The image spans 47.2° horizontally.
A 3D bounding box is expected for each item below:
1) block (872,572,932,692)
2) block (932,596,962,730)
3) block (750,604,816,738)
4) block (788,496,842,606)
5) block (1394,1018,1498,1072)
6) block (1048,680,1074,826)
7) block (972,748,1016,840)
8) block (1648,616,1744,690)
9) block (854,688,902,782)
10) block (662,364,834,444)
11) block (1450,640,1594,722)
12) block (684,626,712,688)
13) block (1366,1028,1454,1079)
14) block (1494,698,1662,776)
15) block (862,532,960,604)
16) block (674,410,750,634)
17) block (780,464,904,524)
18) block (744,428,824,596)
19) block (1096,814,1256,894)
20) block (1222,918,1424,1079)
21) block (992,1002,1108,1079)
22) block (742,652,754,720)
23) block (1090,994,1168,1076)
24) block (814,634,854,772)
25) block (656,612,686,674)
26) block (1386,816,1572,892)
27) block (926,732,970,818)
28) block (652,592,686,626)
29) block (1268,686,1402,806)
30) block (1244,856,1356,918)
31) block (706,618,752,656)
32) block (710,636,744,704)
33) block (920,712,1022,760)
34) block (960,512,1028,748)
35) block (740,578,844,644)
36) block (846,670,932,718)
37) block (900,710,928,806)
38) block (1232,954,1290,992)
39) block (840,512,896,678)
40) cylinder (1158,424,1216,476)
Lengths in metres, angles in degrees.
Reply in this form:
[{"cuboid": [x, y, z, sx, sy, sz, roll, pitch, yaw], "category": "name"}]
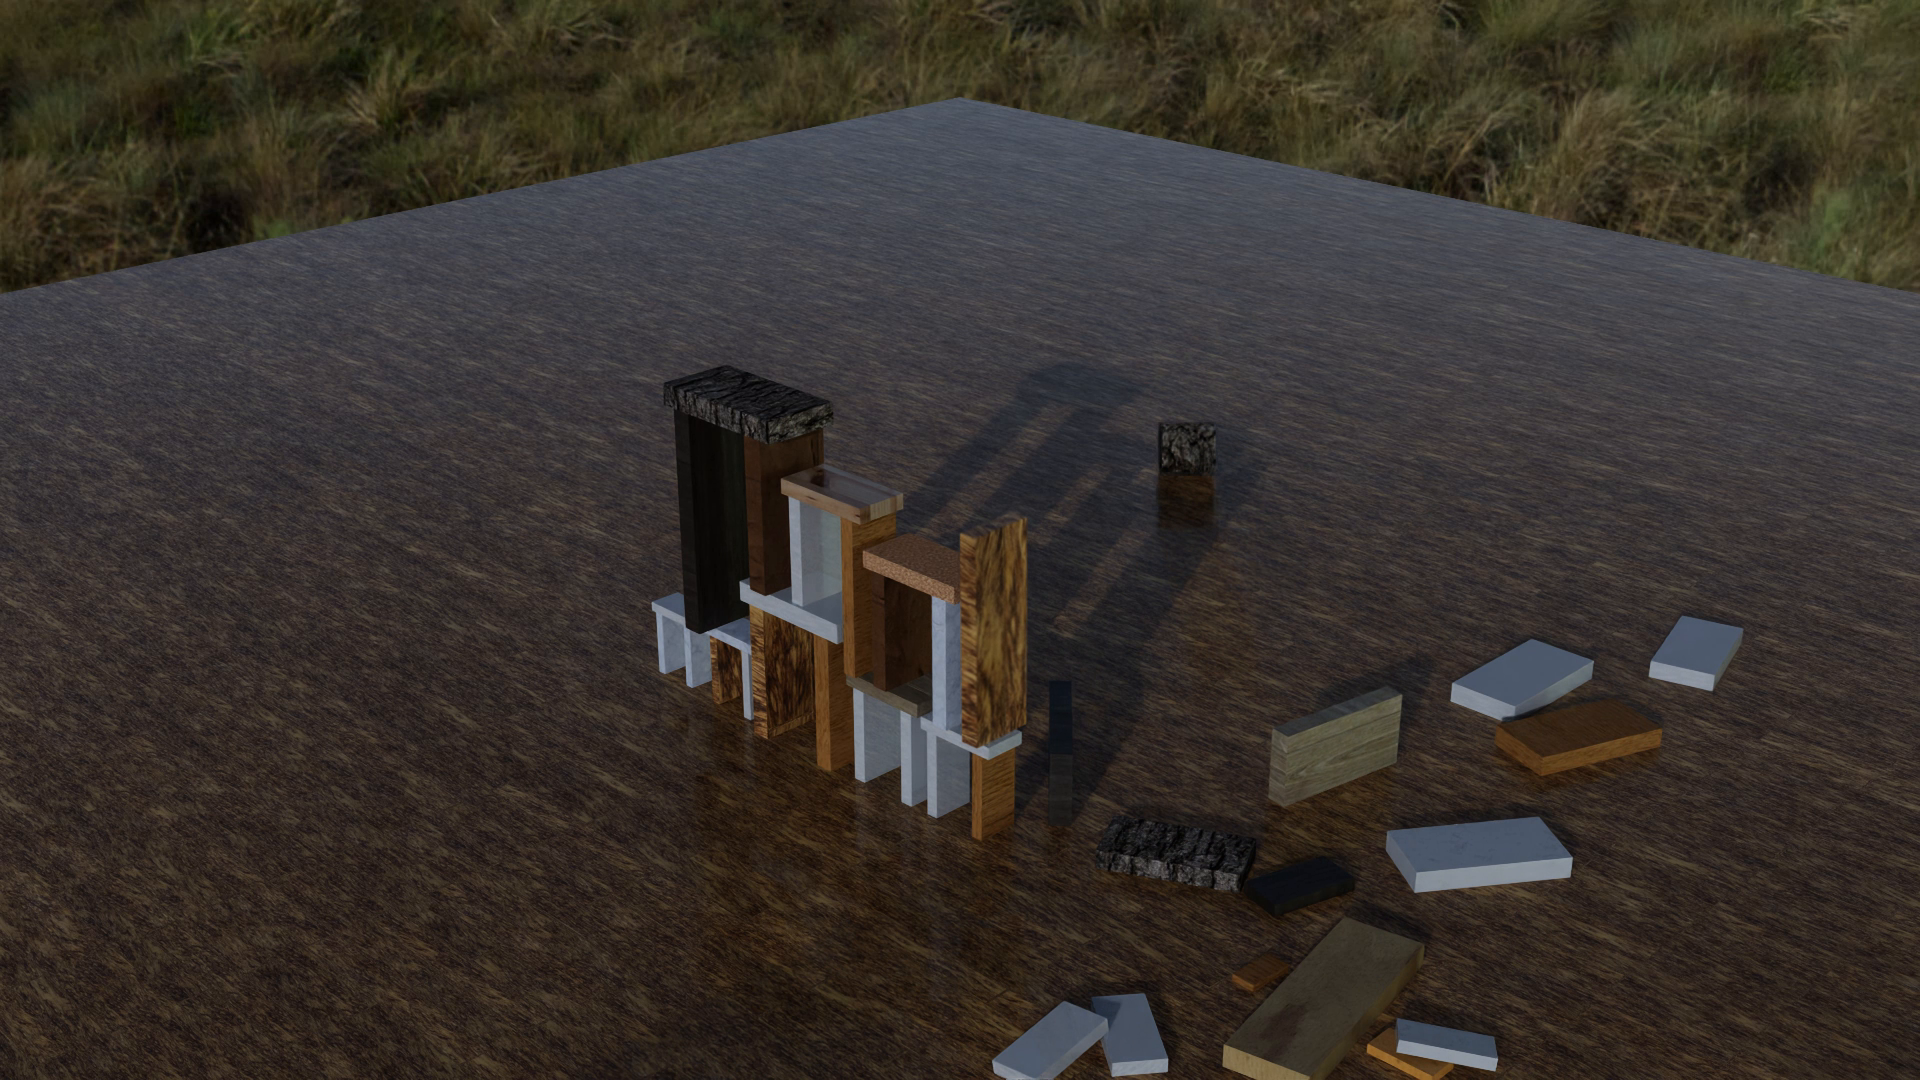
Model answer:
[{"cuboid": [-0.117, 0.166, 4.428, 0.128, 0.256, 0.036, -21, 31, -40], "category": "block"}, {"cuboid": [0.004, 0.224, 4.323, 0.036, 0.281, 0.128, 21, 31, 40], "category": "block"}, {"cuboid": [-0.376, 0.262, 4.751, 0.043, 0.307, 0.153, 21, 31, 41], "category": "block"}, {"cuboid": [-0.295, 0.008, 4.543, 0.118, 0.236, 0.033, -21, 31, -41], "category": "block"}, {"cuboid": [0.816, 0.847, 3.694, 0.164, 0.023, 0.082, 10, 15, 6], "category": "block"}, {"cuboid": [0.207, 0.435, 4.528, 0.046, 0.162, 0.324, 1, 23, 2], "category": "block"}, {"cuboid": [0.067, 0.493, 4.358, 0.027, 0.188, 0.094, 21, 31, 40], "category": "block"}, {"cuboid": [1.707, 0.260, 5.096, 0.143, 0.040, 0.285, 13, 26, 28], "category": "block"}, {"cuboid": [-0.171, 0.389, 4.574, 0.030, 0.211, 0.105, 21, 31, 41], "category": "block"}, {"cuboid": [-0.444, -0.285, 4.590, 0.172, 0.049, 0.345, -21, 31, -41], "category": "block"}, {"cuboid": [1.268, 0.317, 4.955, 0.324, 0.046, 0.162, -21, 31, -40], "category": "block"}, {"cuboid": [-0.586, 0.253, 4.974, 0.021, 0.149, 0.075, 21, 31, 41], "category": "block"}, {"cuboid": [0.756, 0.867, 3.694, 0.129, 0.018, 0.064, 21, 31, 40], "category": "block"}, {"cuboid": [1.325, 0.420, 4.713, 0.315, 0.045, 0.158, -10, 25, -22], "category": "block"}, {"cuboid": [-0.056, 0.054, 4.316, 0.256, 0.036, 0.128, 21, 31, 41], "category": "block"}, {"cuboid": [-0.525, -0.059, 4.774, 0.172, 0.510, 0.049, -21, 31, -41], "category": "block"}, {"cuboid": [-0.239, -0.094, 4.439, 0.236, 0.033, 0.118, 21, 31, 40], "category": "block"}, {"cuboid": [-0.363, -0.072, 4.592, 0.049, 0.345, 0.172, 21, 31, 41], "category": "block"}, {"cuboid": [0.420, 0.609, 4.274, 0.285, 0.040, 0.143, 8, 24, 17], "category": "block"}, {"cuboid": [0.636, 0.803, 3.812, 0.158, 0.045, 0.468, 15, 27, 31], "category": "block"}, {"cuboid": [0.153, 0.848, 3.691, 0.095, 0.027, 0.190, 13, 32, 41], "category": "block"}, {"cuboid": [-0.439, 0.307, 4.830, 0.023, 0.162, 0.081, 21, 31, 41], "category": "block"}, {"cuboid": [0.287, 0.841, 3.745, 0.095, 0.027, 0.190, -3, 23, -7], "category": "block"}, {"cuboid": [-0.232, 0.318, 4.618, 0.043, 0.307, 0.153, 21, 31, 41], "category": "block"}, {"cuboid": [-0.656, 0.225, 5.039, 0.021, 0.149, 0.075, 21, 31, 41], "category": "block"}, {"cuboid": [1.006, 0.609, 4.268, 0.315, 0.045, 0.157, -4, 23, -9], "category": "block"}, {"cuboid": [-0.023, 0.459, 4.439, 0.094, 0.188, 0.027, -21, 31, -41], "category": "block"}, {"cuboid": [-0.621, 0.160, 4.973, 0.149, 0.021, 0.075, 21, 31, 41], "category": "block"}, {"cuboid": [0.778, 0.426, 4.550, 0.324, 0.162, 0.046, -16, 27, -32], "category": "block"}, {"cuboid": [0.645, 0.657, 4.177, 0.190, 0.027, 0.095, -13, 26, -27], "category": "block"}, {"cuboid": [-0.477, 0.207, 4.830, 0.081, 0.023, 0.162, -21, 31, -41], "category": "block"}, {"cuboid": [-0.515, 0.277, 4.901, 0.081, 0.162, 0.023, -21, 31, -41], "category": "block"}, {"cuboid": [0.022, 0.377, 4.357, 0.188, 0.027, 0.094, 21, 31, 40], "category": "block"}, {"cuboid": [0.066, 0.175, 4.234, 0.040, 0.440, 0.143, 20, 30, 40], "category": "block"}, {"cuboid": [-0.304, 0.129, 4.616, 0.307, 0.043, 0.153, 21, 31, 41], "category": "block"}, {"cuboid": [-0.122, 0.298, 4.481, 0.105, 0.030, 0.211, -21, 31, -40], "category": "block"}, {"cuboid": [-0.072, 0.428, 4.482, 0.030, 0.211, 0.105, 21, 31, 41], "category": "block"}, {"cuboid": [0.537, 0.771, 3.925, 0.098, 0.014, 0.049, -20, 30, -38], "category": "block"}, {"cuboid": [-0.183, 0.102, 4.462, 0.118, 0.346, 0.033, -21, 31, -40], "category": "block"}, {"cuboid": [0.635, -0.252, 6.167, 0.147, 0.147, 0.147, 0, 23, 1], "category": "cylinder"}]
